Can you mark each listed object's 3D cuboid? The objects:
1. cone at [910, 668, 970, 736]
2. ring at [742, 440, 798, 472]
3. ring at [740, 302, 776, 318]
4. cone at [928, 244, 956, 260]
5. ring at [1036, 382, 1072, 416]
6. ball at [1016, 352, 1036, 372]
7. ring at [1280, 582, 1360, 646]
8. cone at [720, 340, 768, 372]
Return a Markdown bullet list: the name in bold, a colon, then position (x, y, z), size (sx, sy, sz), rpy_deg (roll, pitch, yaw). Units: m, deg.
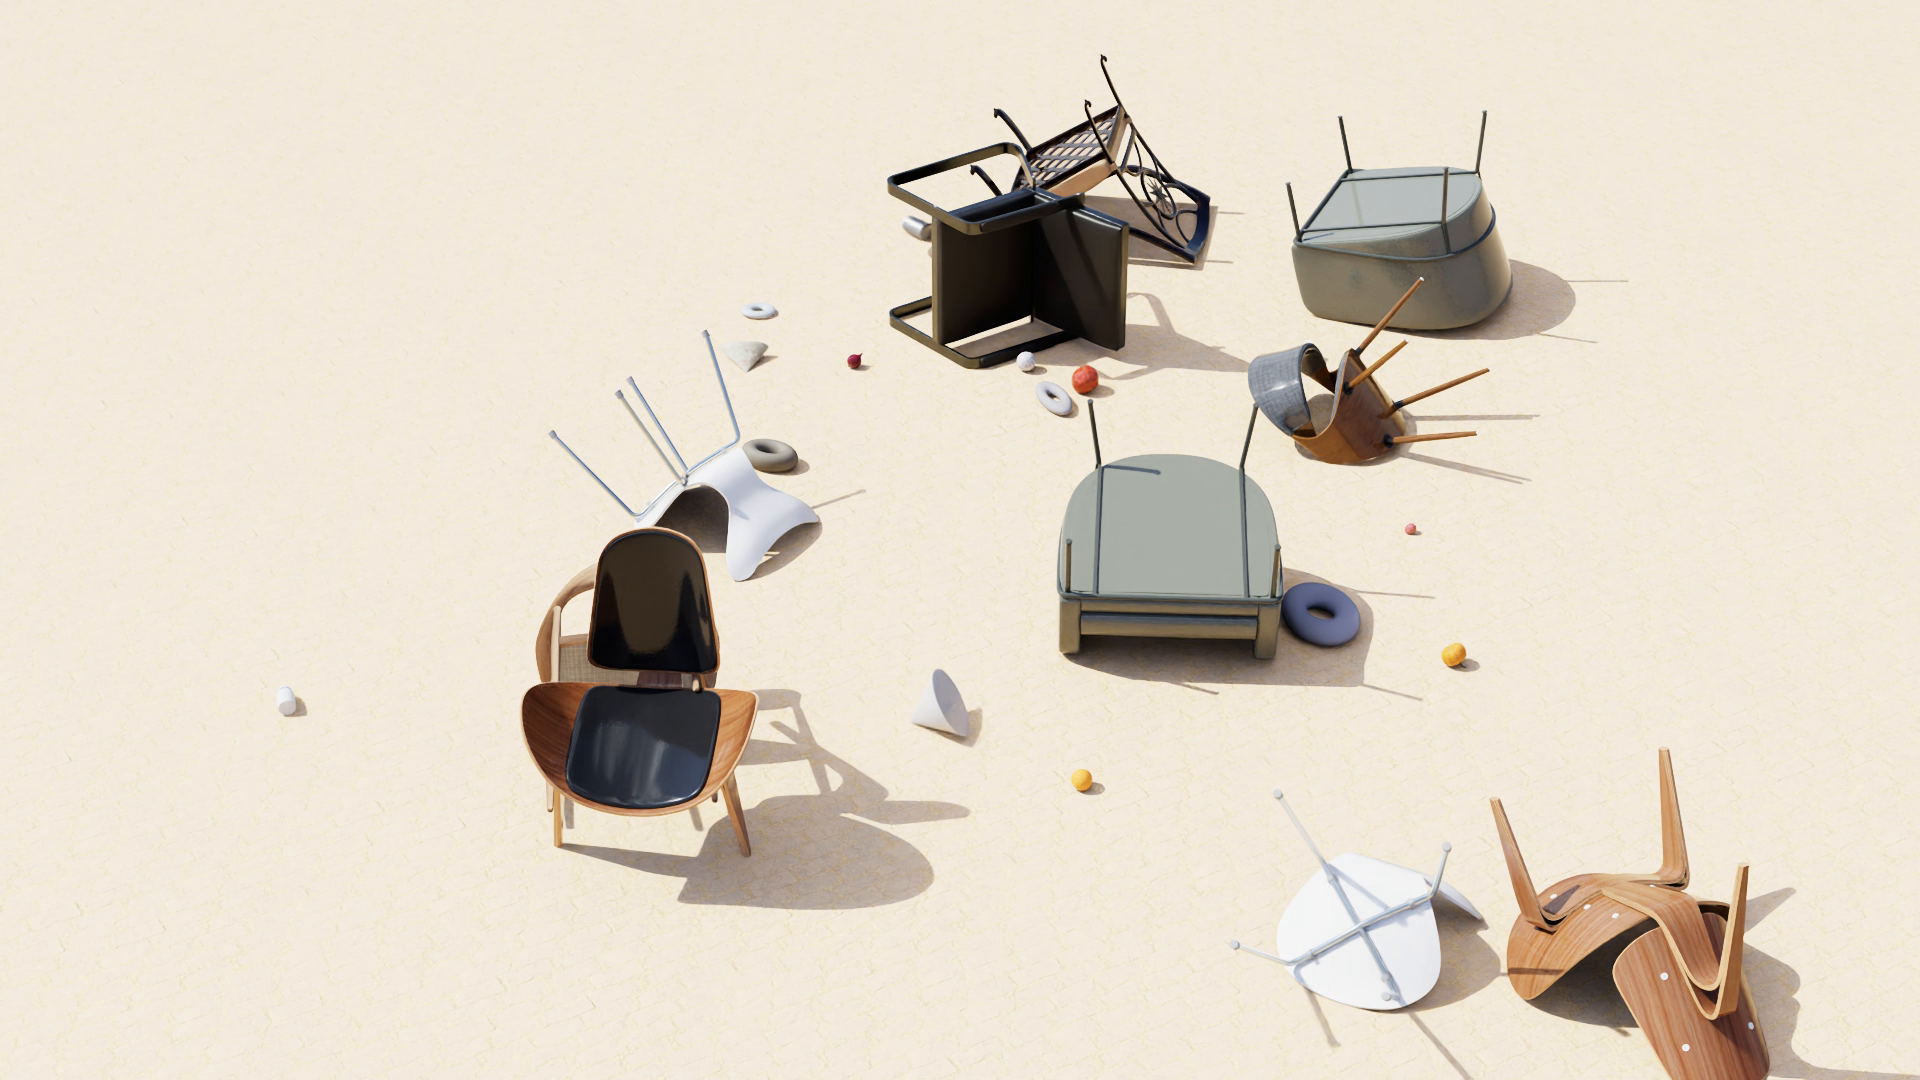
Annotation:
- **cone**: position (-0.101, 0.587, 9.968), size (0.170, 0.208, 0.252), rpy_deg (-27, 68, 22)
- **ring**: position (-0.739, -0.328, 11.374), size (0.235, 0.077, 0.155), rpy_deg (14, 34, 19)
- **ring**: position (-0.853, -0.970, 12.392), size (0.149, 0.028, 0.120), rpy_deg (1, 33, 1)
- **cone**: position (-0.082, -1.255, 12.822), size (0.122, 0.077, 0.047), rpy_deg (-4, -5, -4)
- **ring**: position (0.377, -0.570, 11.769), size (0.119, 0.045, 0.257), rpy_deg (-13, 35, -17)
- **ball**: position (0.271, -0.730, 11.980), size (0.080, 0.080, 0.080), rpy_deg (0, 33, 0)
- **ring**: position (1.287, 0.264, 10.469), size (0.272, 0.085, 0.352), rpy_deg (-9, 35, -14)
- **cone**: position (-0.879, -0.736, 12.024), size (0.198, 0.084, 0.144), rpy_deg (-2, 50, -5)
